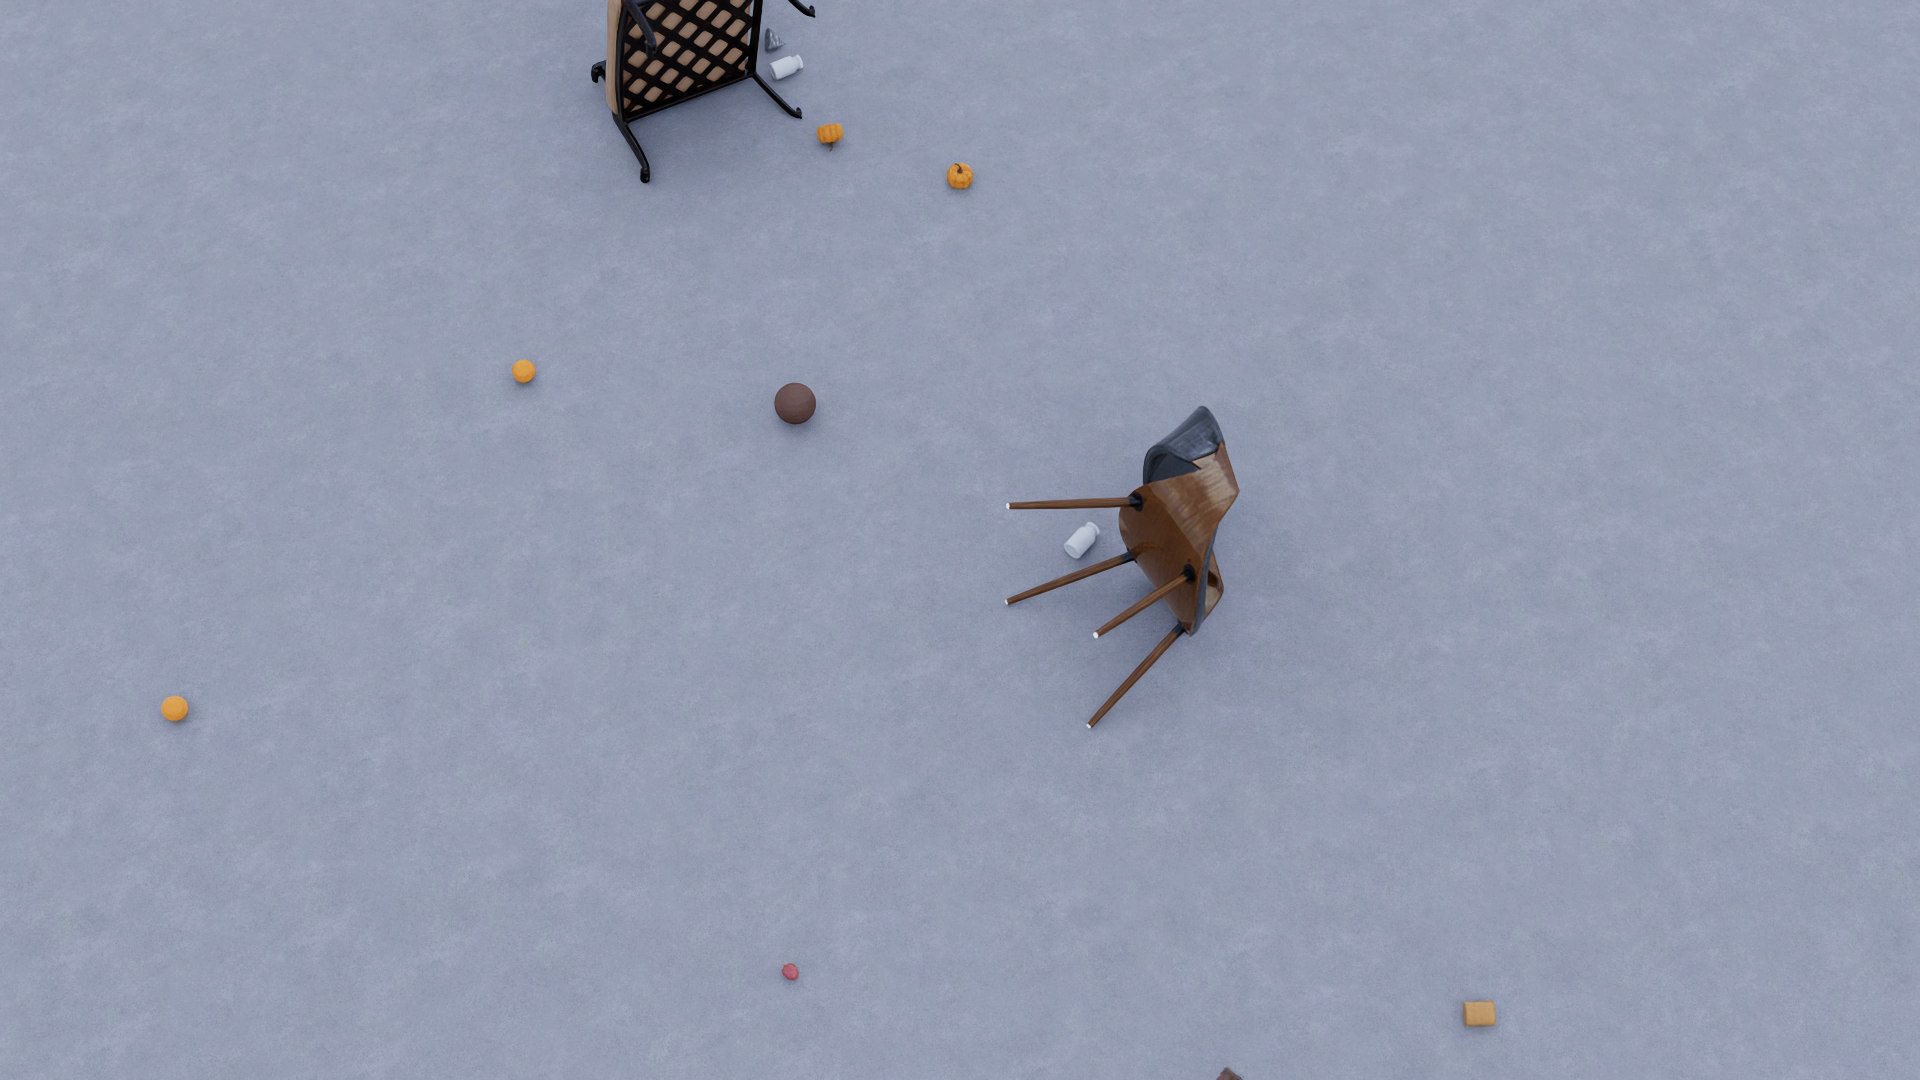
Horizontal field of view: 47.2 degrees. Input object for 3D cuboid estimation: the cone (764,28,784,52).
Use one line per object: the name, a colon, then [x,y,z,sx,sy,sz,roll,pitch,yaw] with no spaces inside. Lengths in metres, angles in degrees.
cone: [-0.645,-1.752,7.733,0.069,0.059,0.108,9,53,-22]

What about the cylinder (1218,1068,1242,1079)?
cylinder: [0.670,1.401,5.583,0.055,0.082,0.109,34,74,19]
